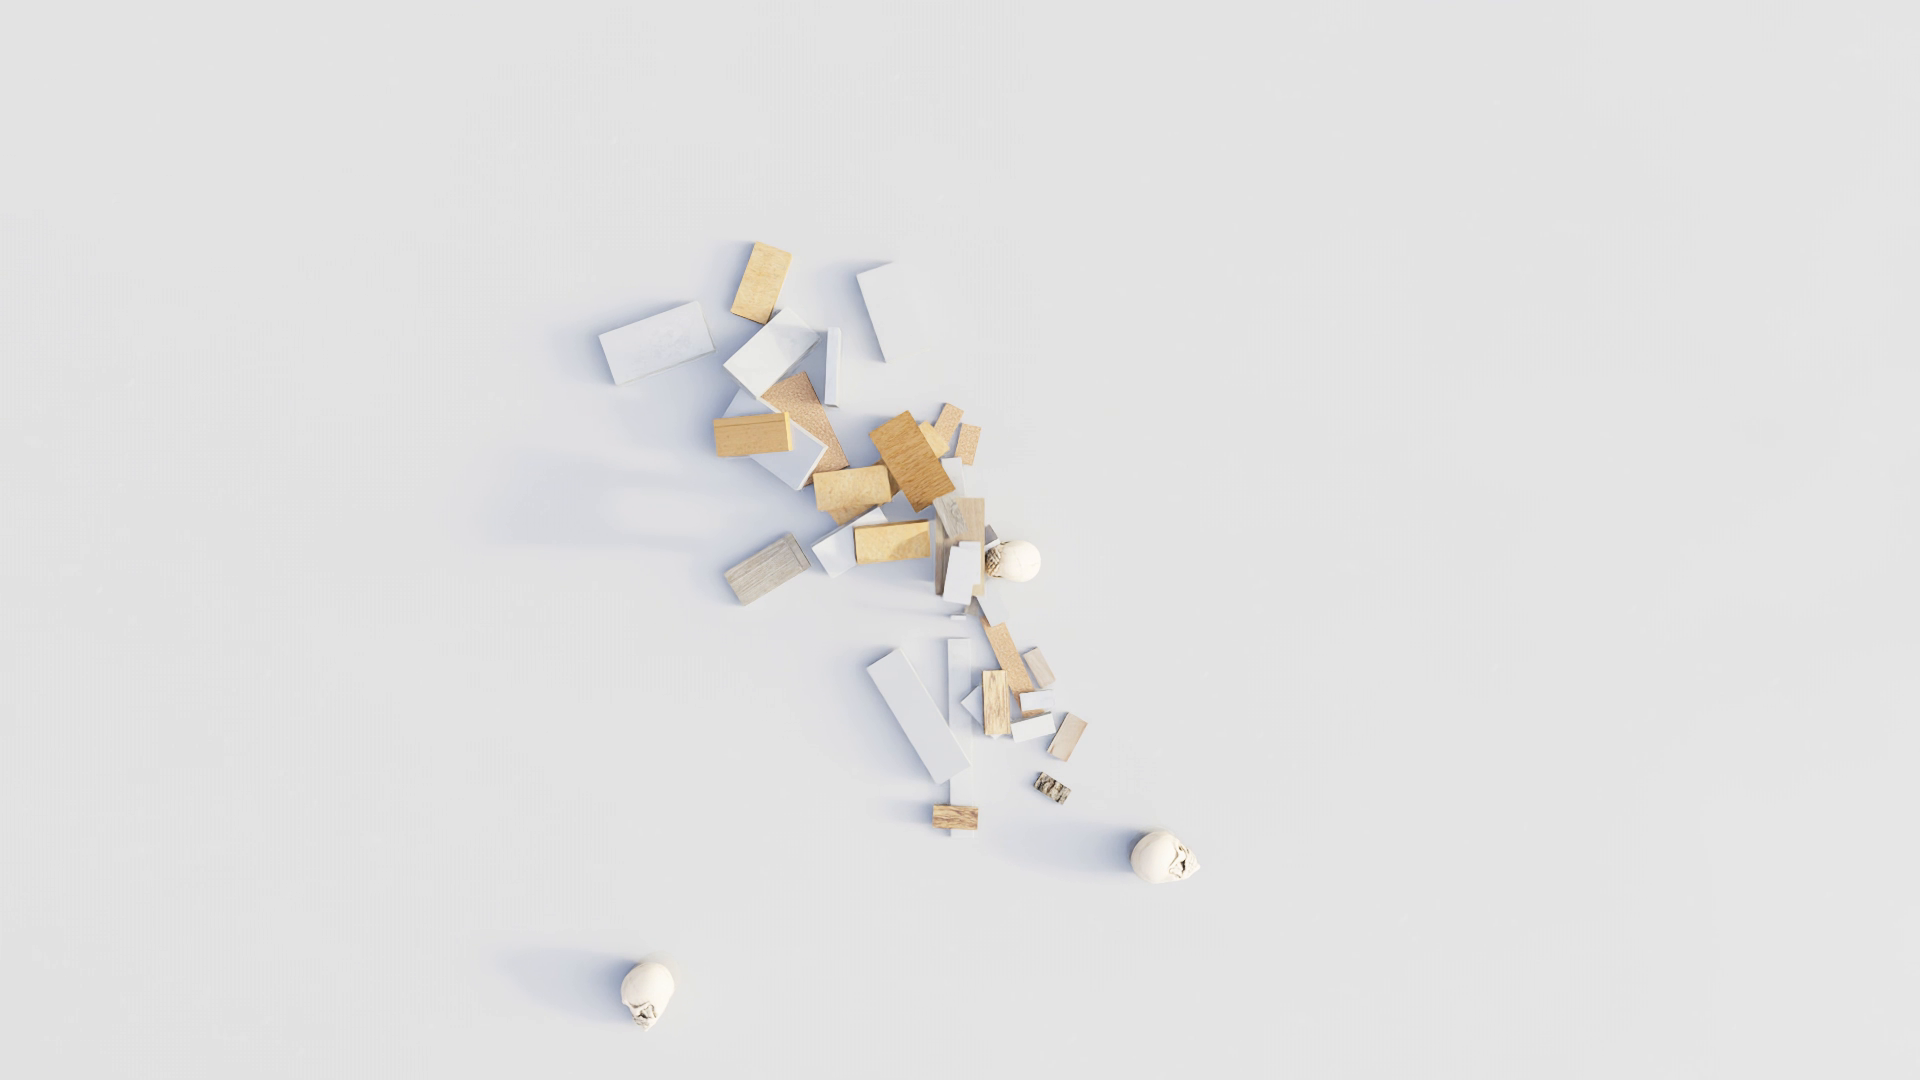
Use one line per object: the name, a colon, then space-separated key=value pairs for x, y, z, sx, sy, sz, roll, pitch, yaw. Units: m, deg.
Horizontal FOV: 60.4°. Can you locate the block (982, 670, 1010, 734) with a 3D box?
block: x=0.119 y=0.537 z=5.455 sx=0.086 sy=0.024 sz=0.209 roll=-2 pitch=87 yaw=-12

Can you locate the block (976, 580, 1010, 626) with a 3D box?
block: x=0.105 y=0.211 z=5.472 sx=0.071 sy=0.020 sz=0.142 roll=-26 pitch=86 yaw=0

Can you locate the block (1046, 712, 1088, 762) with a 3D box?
block: x=0.358 y=0.656 z=5.489 sx=0.074 sy=0.021 sz=0.148 roll=29 pitch=90 yaw=0

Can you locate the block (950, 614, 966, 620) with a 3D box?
block: x=-0.006 y=0.255 z=5.452 sx=0.048 sy=0.095 sz=0.014 roll=2 pitch=90 yaw=0

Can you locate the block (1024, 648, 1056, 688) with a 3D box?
block: x=0.266 y=0.425 z=5.492 sx=0.058 sy=0.016 sz=0.128 roll=-29 pitch=90 yaw=0

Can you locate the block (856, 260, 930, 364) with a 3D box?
block: x=-0.223 y=-0.757 z=5.478 sx=0.152 sy=0.043 sz=0.304 roll=-19 pitch=90 yaw=0

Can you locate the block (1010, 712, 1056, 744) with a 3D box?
block: x=0.242 y=0.621 z=5.475 sx=0.142 sy=0.020 sz=0.071 roll=-15 pitch=110 yaw=-3

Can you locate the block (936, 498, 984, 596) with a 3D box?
block: x=0.000 y=0.021 z=5.171 sx=0.153 sy=0.043 sz=0.307 roll=0 pitch=90 yaw=0

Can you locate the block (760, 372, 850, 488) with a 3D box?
block: x=-0.519 y=-0.367 z=5.476 sx=0.172 sy=0.049 sz=0.345 roll=-25 pitch=90 yaw=0

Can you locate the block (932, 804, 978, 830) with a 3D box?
block: x=-0.015 y=0.920 z=5.468 sx=0.148 sy=0.021 sz=0.074 roll=3 pitch=90 yaw=0

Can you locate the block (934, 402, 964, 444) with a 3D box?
block: x=-0.044 y=-0.385 z=5.491 sx=0.065 sy=0.018 sz=0.131 roll=27 pitch=90 yaw=0

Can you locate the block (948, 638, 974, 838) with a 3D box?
block: x=0.002 y=0.659 z=5.489 sx=0.074 sy=0.021 sz=0.661 roll=-1 pitch=90 yaw=0

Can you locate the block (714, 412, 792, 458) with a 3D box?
block: x=-0.679 y=-0.345 z=5.402 sx=0.251 sy=0.036 sz=0.126 roll=-4 pitch=96 yaw=15

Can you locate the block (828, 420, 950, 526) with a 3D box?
block: x=-0.243 y=-0.208 z=5.473 sx=0.446 sy=0.035 sz=0.122 roll=-40 pitch=90 yaw=2

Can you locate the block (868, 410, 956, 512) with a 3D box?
block: x=-0.157 y=-0.258 z=5.430 sx=0.152 sy=0.043 sz=0.304 roll=-31 pitch=91 yaw=2

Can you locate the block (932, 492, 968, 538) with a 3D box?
block: x=-0.029 y=-0.077 z=5.140 sx=0.066 sy=0.019 sz=0.131 roll=-25 pitch=90 yaw=0

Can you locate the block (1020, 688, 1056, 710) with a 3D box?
block: x=0.258 y=0.531 z=5.472 sx=0.115 sy=0.016 sz=0.058 roll=-7 pitch=90 yaw=0

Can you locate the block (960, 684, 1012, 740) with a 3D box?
block: x=0.090 y=0.571 z=5.475 sx=0.086 sy=0.024 sz=0.171 roll=-43 pitch=96 yaw=-7

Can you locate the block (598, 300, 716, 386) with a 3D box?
block: x=-1.004 y=-0.653 z=5.476 sx=0.345 sy=0.049 sz=0.172 roll=-20 pitch=90 yaw=0

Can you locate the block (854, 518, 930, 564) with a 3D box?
block: x=-0.223 y=0.006 z=5.445 sx=0.245 sy=0.035 sz=0.122 roll=-6 pitch=110 yaw=-9

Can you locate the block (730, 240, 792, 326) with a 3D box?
block: x=-0.659 y=-0.852 z=5.482 sx=0.126 sy=0.036 sz=0.251 roll=20 pitch=90 yaw=0

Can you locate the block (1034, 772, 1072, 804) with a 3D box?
block: x=0.307 y=0.828 z=5.492 sx=0.115 sy=0.016 sz=0.058 roll=32 pitch=90 yaw=0

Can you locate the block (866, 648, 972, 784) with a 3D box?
block: x=-0.136 y=0.584 z=5.468 sx=0.130 sy=0.037 sz=0.454 roll=-32 pitch=88 yaw=4

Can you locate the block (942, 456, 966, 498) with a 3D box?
block: x=-0.021 y=-0.209 z=5.480 sx=0.065 sy=0.018 sz=0.131 roll=-7 pitch=98 yaw=3

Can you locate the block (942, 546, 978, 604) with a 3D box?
block: x=0.001 y=0.110 z=5.119 sx=0.085 sy=0.024 sz=0.171 roll=9 pitch=90 yaw=0

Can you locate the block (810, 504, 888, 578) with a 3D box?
block: x=-0.350 y=0.004 z=5.459 sx=0.259 sy=0.037 sz=0.130 roll=-31 pitch=112 yaw=0

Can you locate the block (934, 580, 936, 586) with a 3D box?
block: x=-0.002 y=0.122 z=5.346 sx=0.153 sy=0.307 sz=0.043 roll=1 pitch=90 yaw=0

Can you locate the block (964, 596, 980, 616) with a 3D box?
block: x=0.047 y=0.202 z=5.493 sx=0.048 sy=0.014 sz=0.095 roll=15 pitch=90 yaw=0

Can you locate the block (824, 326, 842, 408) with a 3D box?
block: x=-0.418 y=-0.568 z=5.437 sx=0.036 sy=0.126 sz=0.251 roll=2 pitch=90 yaw=0

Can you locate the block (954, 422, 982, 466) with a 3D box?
block: x=0.025 y=-0.318 z=5.491 sx=0.065 sy=0.018 sz=0.131 roll=14 pitch=90 yaw=0

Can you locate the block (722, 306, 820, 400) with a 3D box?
block: x=-0.621 y=-0.615 z=5.429 sx=0.152 sy=0.043 sz=0.304 roll=43 pitch=70 yaw=0

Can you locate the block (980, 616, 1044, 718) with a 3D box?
block: x=0.176 y=0.422 z=5.490 sx=0.071 sy=0.020 sz=0.384 roll=-24 pitch=90 yaw=0

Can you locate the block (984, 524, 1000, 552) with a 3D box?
block: x=0.087 y=-0.006 z=5.437 sx=0.066 sy=0.131 sz=0.019 roll=-29 pitch=115 yaw=0

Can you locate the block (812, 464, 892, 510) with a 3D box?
block: x=-0.355 y=-0.173 z=5.437 sx=0.245 sy=0.035 sz=0.122 roll=-7 pitch=92 yaw=-1

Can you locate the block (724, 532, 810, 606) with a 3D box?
block: x=-0.639 y=0.099 z=5.482 sx=0.259 sy=0.037 sz=0.130 roll=-31 pitch=90 yaw=0

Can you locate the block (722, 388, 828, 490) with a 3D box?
block: x=-0.622 y=-0.335 z=5.432 sx=0.345 sy=0.049 sz=0.172 roll=36 pitch=104 yaw=8

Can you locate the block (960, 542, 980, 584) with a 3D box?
block: x=0.030 y=0.071 z=5.140 sx=0.066 sy=0.019 sz=0.131 roll=0 pitch=90 yaw=0
